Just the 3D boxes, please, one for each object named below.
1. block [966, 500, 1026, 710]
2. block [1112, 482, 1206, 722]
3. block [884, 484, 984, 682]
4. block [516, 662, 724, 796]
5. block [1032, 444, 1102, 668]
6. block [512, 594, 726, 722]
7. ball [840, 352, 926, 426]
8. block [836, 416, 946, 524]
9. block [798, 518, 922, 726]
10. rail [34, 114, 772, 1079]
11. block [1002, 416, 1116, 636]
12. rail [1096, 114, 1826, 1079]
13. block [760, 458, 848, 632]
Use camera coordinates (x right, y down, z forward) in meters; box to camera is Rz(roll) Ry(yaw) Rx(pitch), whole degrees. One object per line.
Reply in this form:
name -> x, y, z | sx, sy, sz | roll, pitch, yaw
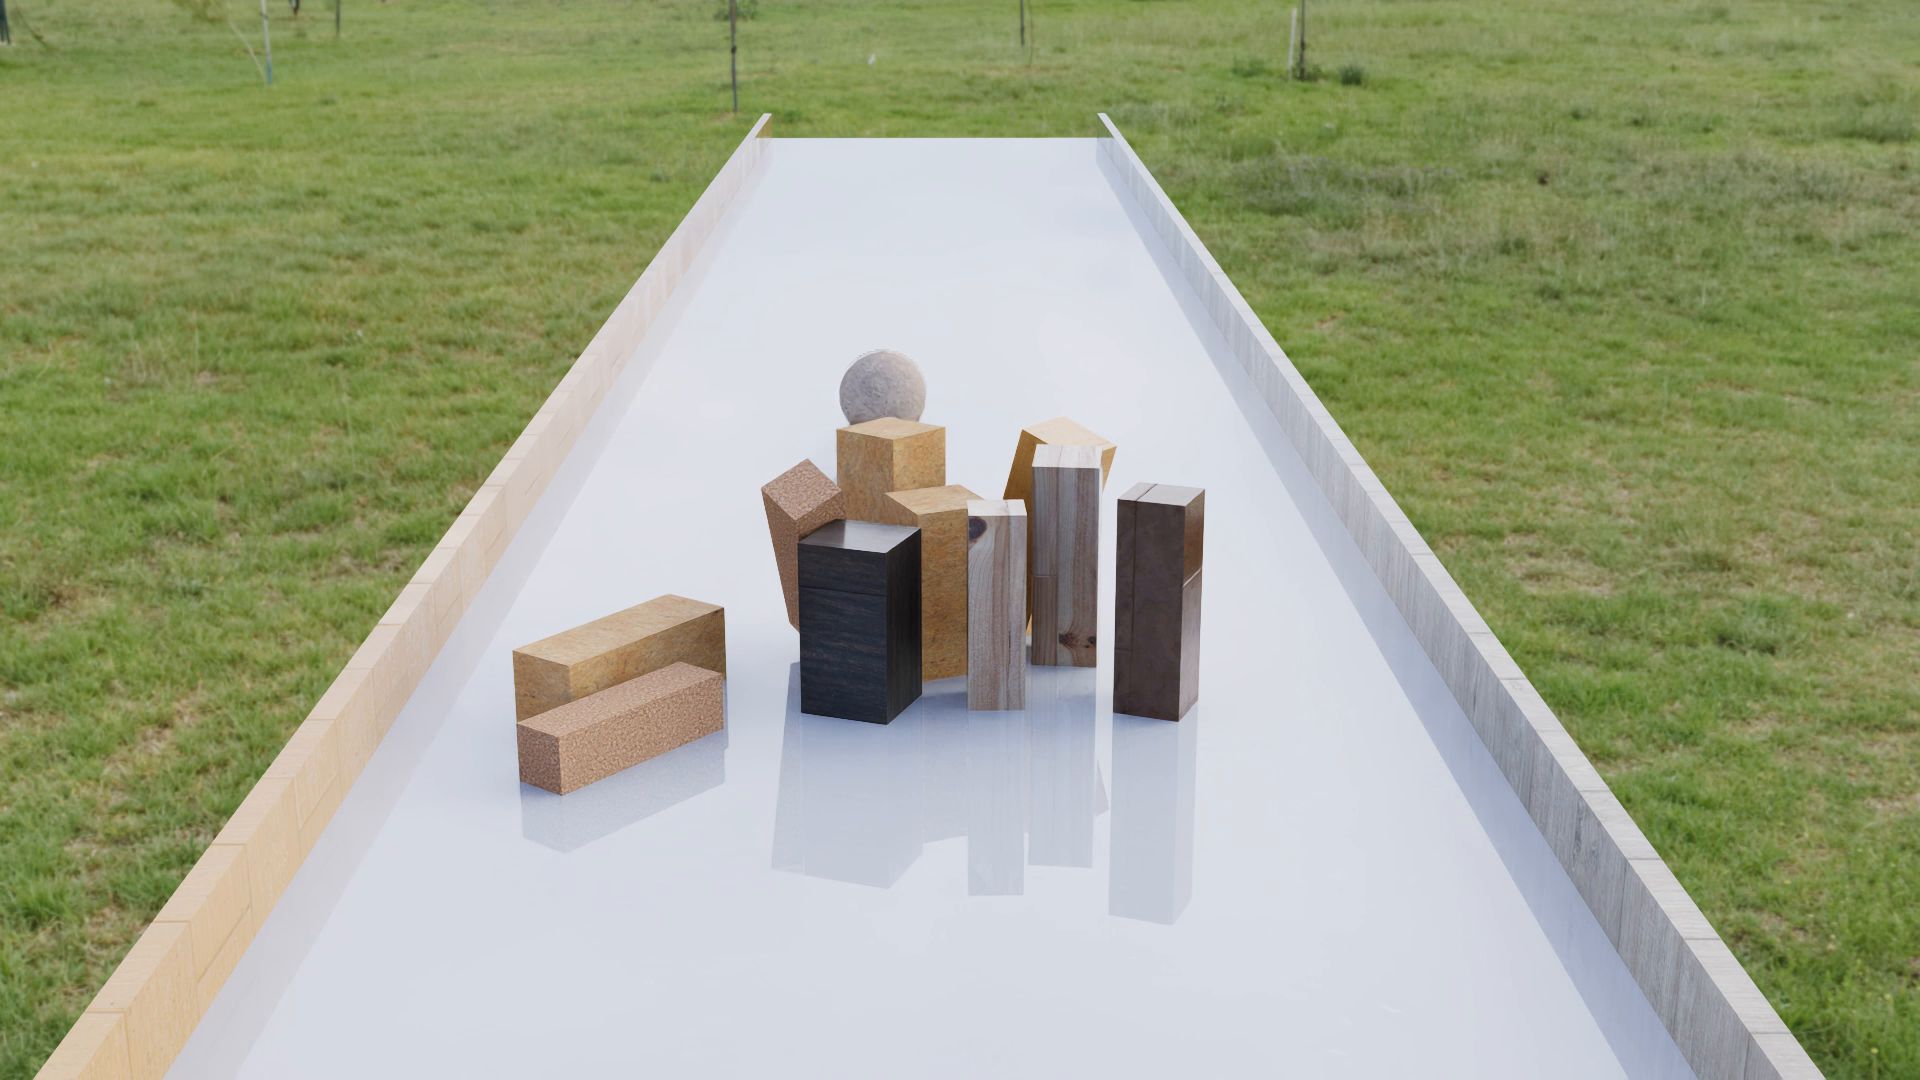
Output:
block -> 0.068, 0.123, 4.143 | 0.107, 0.382, 0.107 | -1, 17, -2
block -> 0.371, 0.115, 4.109 | 0.129, 0.417, 0.129 | 7, 18, 21
block -> -0.042, 0.083, 4.344 | 0.162, 0.342, 0.162 | -7, 19, -24
block -> -0.601, 0.332, 3.923 | 0.108, 0.108, 0.398 | 12, 21, 36
block -> 0.212, 0.032, 4.365 | 0.130, 0.421, 0.130 | 2, 22, 6
block -> -0.639, 0.237, 4.174 | 0.147, 0.147, 0.417 | 12, 20, 34
ball -> -0.216, -0.404, 6.157 | 0.244, 0.244, 0.244 | 0, 17, 0
block -> -0.140, -0.021, 4.534 | 0.158, 0.429, 0.158 | 13, 20, 39
block -> -0.186, 0.151, 4.135 | 0.175, 0.333, 0.175 | 6, 18, 20
rail -> -1.118, -0.838, 7.780 | 0.050, 0.150, 12.000 | 0, 17, -1
block -> 0.173, -0.028, 4.543 | 0.142, 0.419, 0.142 | 32, 31, 29
rail -> 0.932, -0.844, 7.801 | 0.050, 0.150, 12.000 | 0, 17, -1
block -> -0.286, 0.038, 4.328 | 0.111, 0.423, 0.111 | -34, 55, -21
